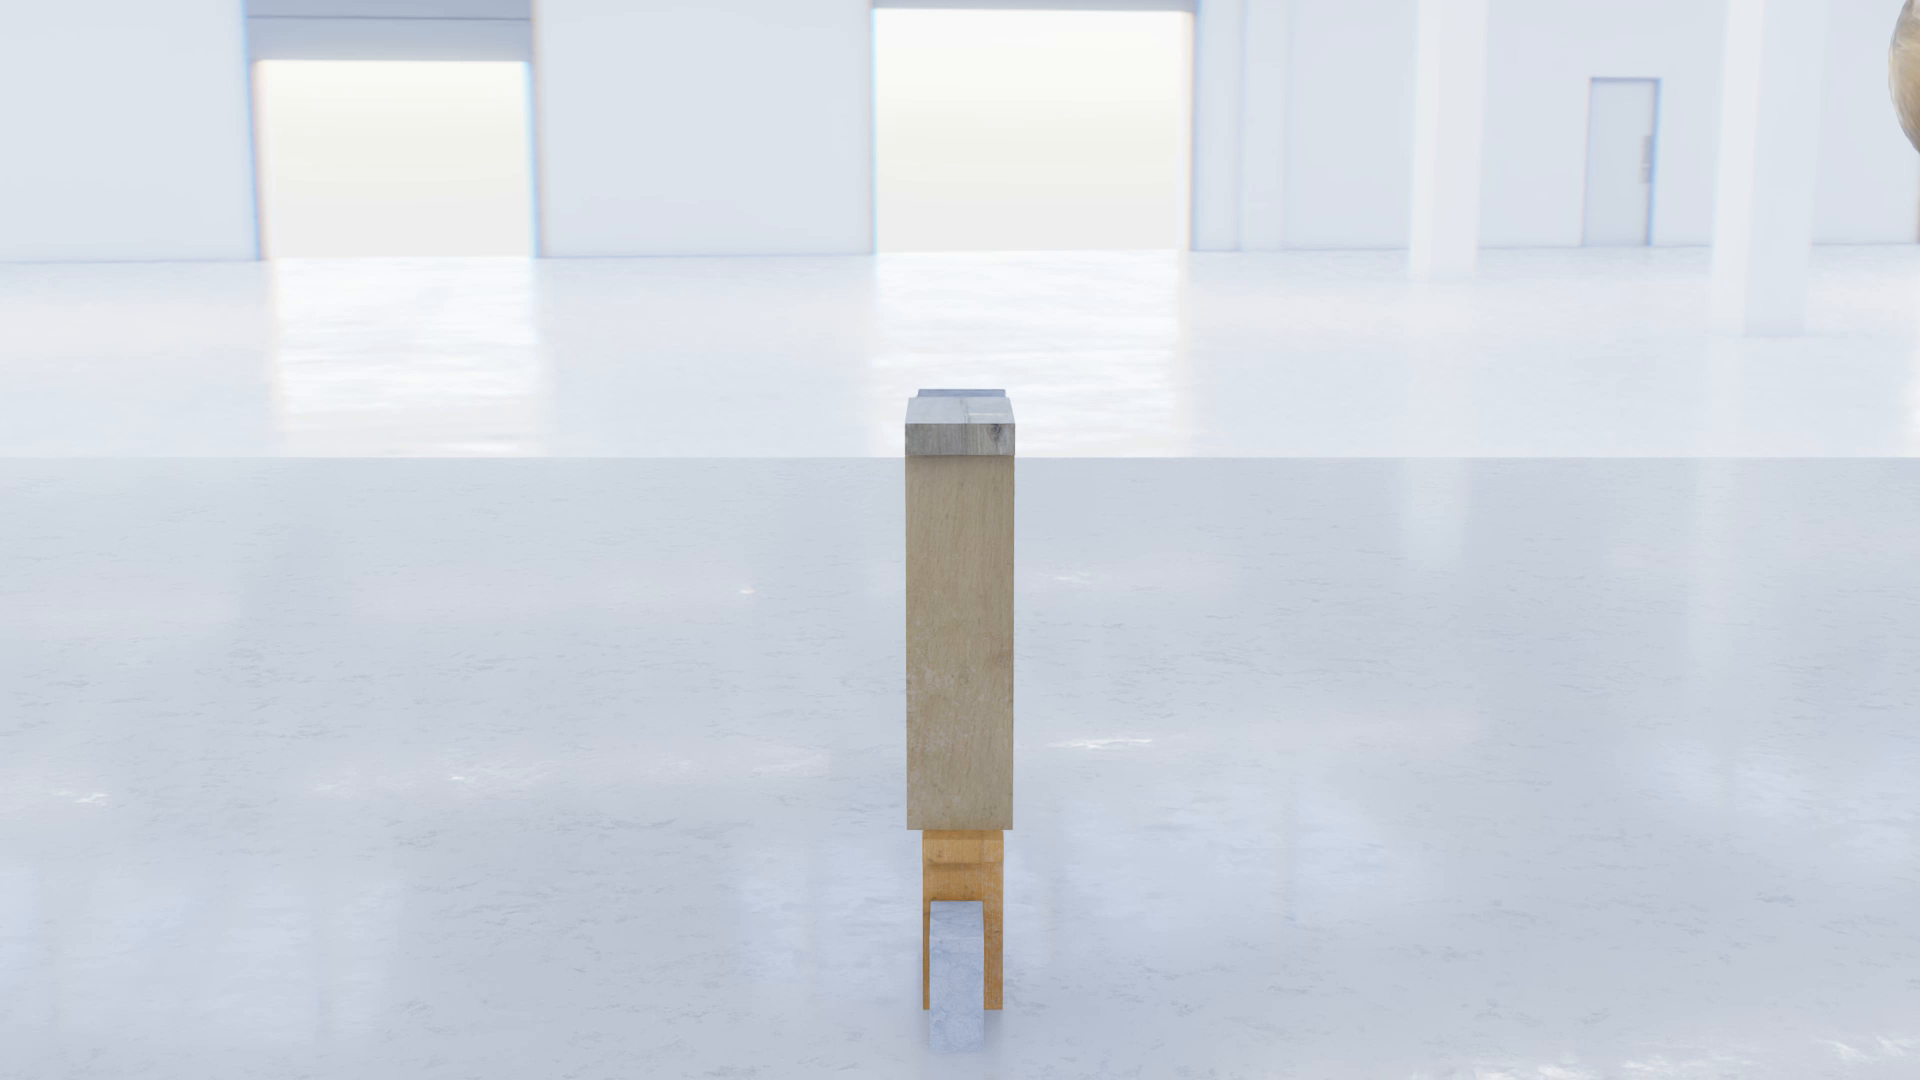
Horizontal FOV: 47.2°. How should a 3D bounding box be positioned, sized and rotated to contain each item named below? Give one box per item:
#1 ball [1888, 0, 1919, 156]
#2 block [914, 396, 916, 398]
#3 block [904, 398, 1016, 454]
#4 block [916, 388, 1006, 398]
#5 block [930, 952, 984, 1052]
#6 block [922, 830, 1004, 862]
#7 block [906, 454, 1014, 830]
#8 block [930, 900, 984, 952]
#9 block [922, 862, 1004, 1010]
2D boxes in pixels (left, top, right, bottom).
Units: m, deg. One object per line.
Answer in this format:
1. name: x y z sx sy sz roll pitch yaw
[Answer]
1. ball: 0.502 -0.223 1.017 0.134 0.134 0.134 0 11 0
2. block: -0.004 -0.171 3.883 0.154 0.044 0.308 -1 29 0
3. block: -0.001 -0.167 3.175 0.153 0.043 0.305 0 11 0
4. block: 0.003 -0.202 3.475 0.143 0.041 0.286 0 11 0
5. block: -0.005 0.632 3.037 0.074 0.148 0.021 0 11 0
6. block: 0.004 0.420 3.230 0.116 0.033 0.231 0 11 0
7. block: 0.000 0.143 3.129 0.153 0.549 0.043 0 11 0
8. block: -0.005 0.539 3.071 0.074 0.021 0.148 0 11 0
9. block: 0.004 0.563 3.179 0.116 0.231 0.033 0 11 0
